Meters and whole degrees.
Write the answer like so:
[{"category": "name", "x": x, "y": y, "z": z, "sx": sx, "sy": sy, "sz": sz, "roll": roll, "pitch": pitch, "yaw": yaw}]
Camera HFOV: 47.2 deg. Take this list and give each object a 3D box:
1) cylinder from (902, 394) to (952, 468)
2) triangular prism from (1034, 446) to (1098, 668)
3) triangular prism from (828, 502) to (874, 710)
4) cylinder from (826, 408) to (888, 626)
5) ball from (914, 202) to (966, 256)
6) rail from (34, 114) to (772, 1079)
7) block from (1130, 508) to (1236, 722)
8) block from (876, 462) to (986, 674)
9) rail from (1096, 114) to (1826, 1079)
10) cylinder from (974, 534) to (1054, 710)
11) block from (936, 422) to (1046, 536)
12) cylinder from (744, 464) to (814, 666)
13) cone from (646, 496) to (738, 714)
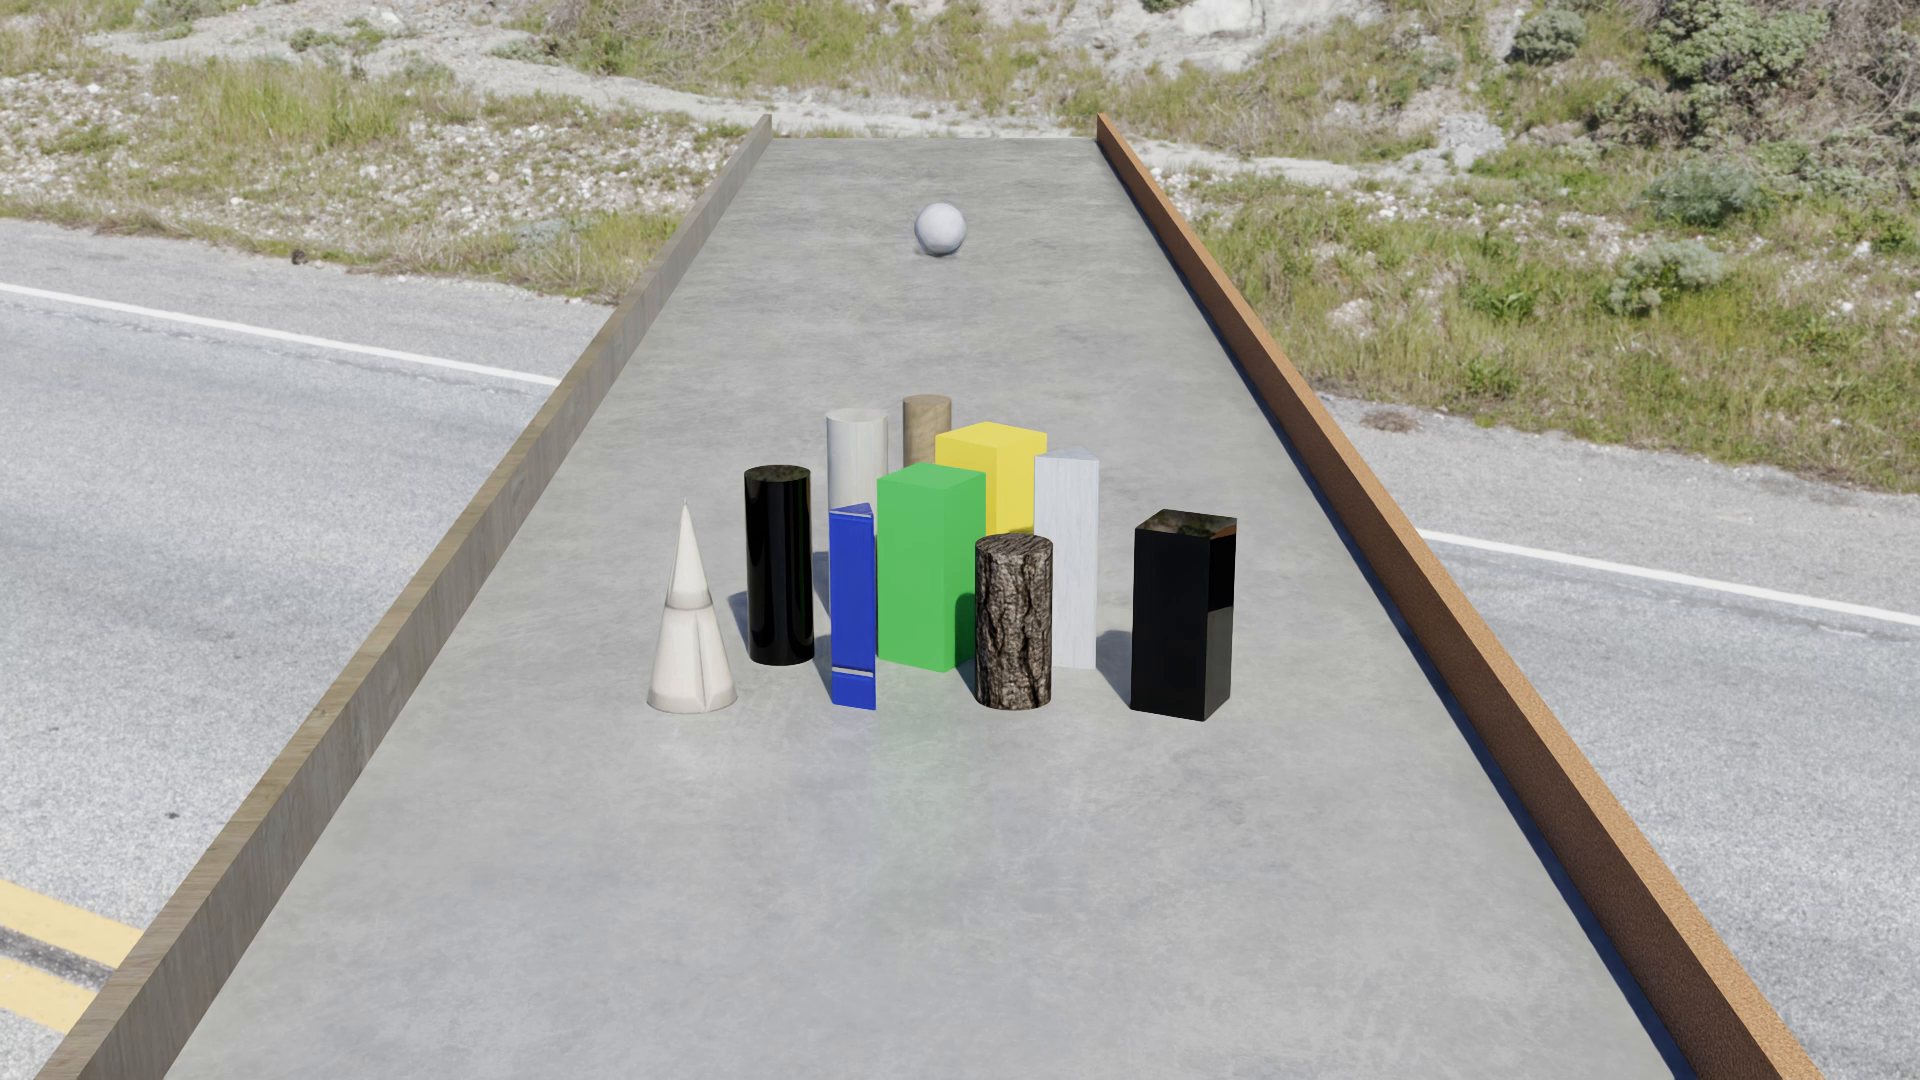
[{"category": "cylinder", "x": -0.072, "y": -0.106, "z": 4.852, "sx": 0.107, "sy": 0.417, "sz": 0.107, "roll": 0, "pitch": 17, "yaw": 0}, {"category": "triangular prism", "x": 0.220, "y": 0.032, "z": 4.372, "sx": 0.127, "sy": 0.427, "sz": 0.110, "roll": 5, "pitch": 17, "yaw": 15}, {"category": "triangular prism", "x": -0.187, "y": 0.123, "z": 4.143, "sx": 0.089, "sy": 0.382, "sz": 0.077, "roll": 7, "pitch": 18, "yaw": 22}, {"category": "cylinder", "x": -0.213, "y": -0.047, "z": 4.610, "sx": 0.128, "sy": 0.442, "sz": 0.128, "roll": 0, "pitch": 17, "yaw": 0}, {"category": "ball", "x": -0.081, "y": -1.308, "z": 9.239, "sx": 0.220, "sy": 0.220, "sz": 0.220, "roll": 0, "pitch": 17, "yaw": 0}, {"category": "rail", "x": -1.118, "y": -0.838, "z": 7.780, "sx": 0.050, "sy": 0.150, "sz": 12.000, "roll": 0, "pitch": 17, "yaw": -1}, {"category": "block", "x": 0.420, "y": 0.140, "z": 4.131, "sx": 0.147, "sy": 0.357, "sz": 0.147, "roll": 8, "pitch": 18, "yaw": 25}, {"category": "block", "x": -0.056, "y": 0.053, "z": 4.391, "sx": 0.156, "sy": 0.375, "sz": 0.156, "roll": 10, "pitch": 19, "yaw": 31}, {"category": "rail", "x": 0.932, "y": -0.844, "z": 7.801, "sx": 0.050, "sy": 0.150, "sz": 12.000, "roll": 0, "pitch": 17, "yaw": -1}, {"category": "cylinder", "x": 0.102, "y": 0.154, "z": 4.171, "sx": 0.147, "sy": 0.306, "sz": 0.147, "roll": 0, "pitch": 17, "yaw": 0}, {"category": "block", "x": 0.065, "y": -0.028, "z": 4.620, "sx": 0.164, "sy": 0.399, "sz": 0.164, "roll": 14, "pitch": 21, "yaw": 38}, {"category": "cylinder", "x": -0.360, "y": 0.050, "z": 4.391, "sx": 0.133, "sy": 0.380, "sz": 0.133, "roll": 0, "pitch": 17, "yaw": 0}, {"category": "cone", "x": -0.512, "y": 0.110, "z": 4.151, "sx": 0.173, "sy": 0.402, "sz": 0.173, "roll": 0, "pitch": 17, "yaw": 0}]
